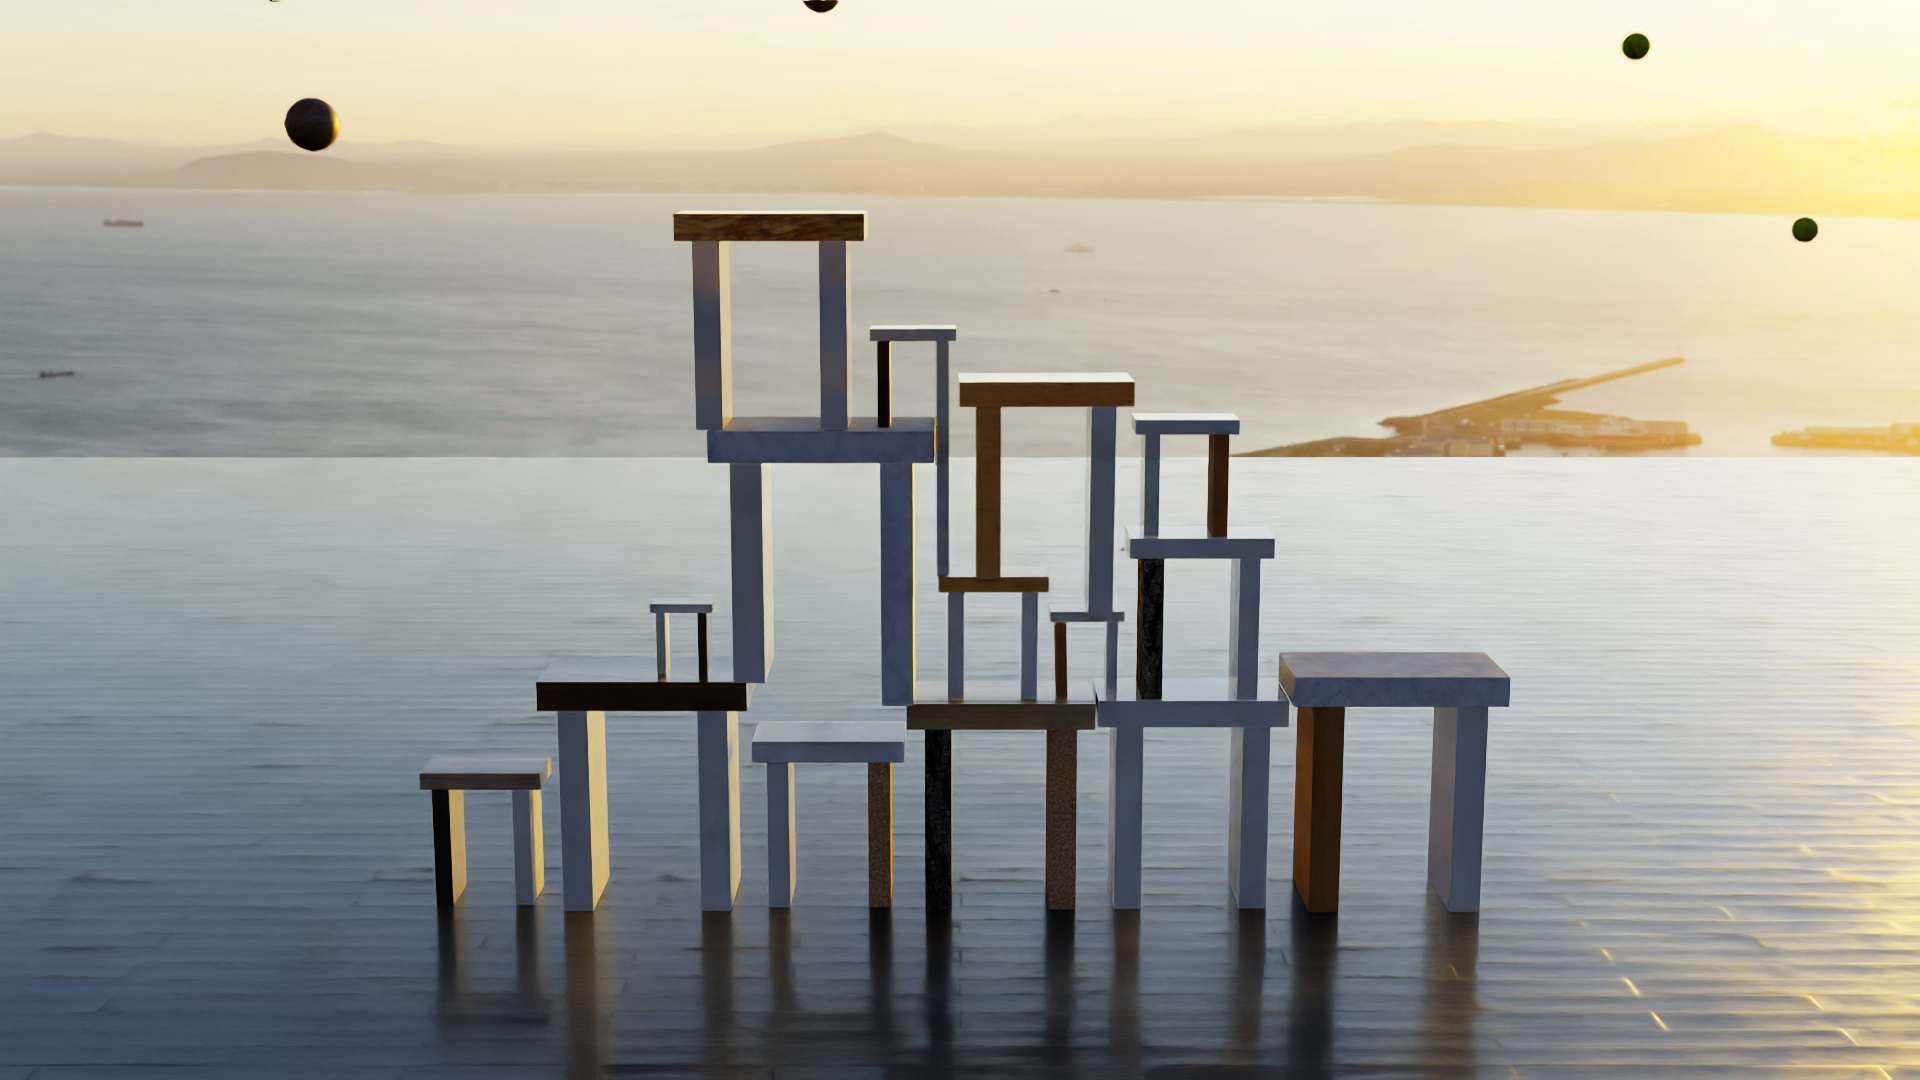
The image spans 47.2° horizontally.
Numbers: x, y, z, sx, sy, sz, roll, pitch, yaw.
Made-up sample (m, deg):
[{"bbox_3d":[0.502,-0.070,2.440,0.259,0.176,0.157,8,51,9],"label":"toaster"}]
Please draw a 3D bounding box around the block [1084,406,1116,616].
[{"bbox_3d":[0.226,-0.056,3.559,0.039,0.337,0.138,0,10,0],"label":"block"}]

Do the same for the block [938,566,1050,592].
[{"bbox_3d":[0.054,0.063,3.568,0.177,0.025,0.089,0,11,0],"label":"block"}]

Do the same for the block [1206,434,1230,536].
[{"bbox_3d":[0.415,-0.093,3.538,0.023,0.165,0.082,0,11,0],"label":"block"}]

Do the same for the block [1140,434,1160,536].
[{"bbox_3d":[0.305,-0.093,3.538,0.023,0.165,0.082,0,11,0],"label":"block"}]

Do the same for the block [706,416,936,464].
[{"bbox_3d":[-0.218,-0.161,3.531,0.355,0.050,0.177,0,11,0],"label":"block"}]

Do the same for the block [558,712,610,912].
[{"bbox_3d":[-0.622,0.424,3.639,0.048,0.337,0.168,0,11,0],"label":"block"}]

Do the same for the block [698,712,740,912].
[{"bbox_3d":[-0.398,0.424,3.639,0.048,0.337,0.168,0,11,0],"label":"block"}]

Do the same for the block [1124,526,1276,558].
[{"bbox_3d":[0.386,0.003,3.558,0.230,0.033,0.115,0,11,0],"label":"block"}]

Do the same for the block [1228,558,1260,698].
[{"bbox_3d":[0.463,0.133,3.582,0.033,0.230,0.115,0,11,0],"label":"block"}]

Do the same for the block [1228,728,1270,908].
[{"bbox_3d":[0.478,0.438,3.646,0.043,0.307,0.153,0,11,0],"label":"block"}]

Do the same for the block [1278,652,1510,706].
[{"bbox_3d":[0.707,0.227,3.600,0.345,0.049,0.172,0,11,0],"label":"block"}]

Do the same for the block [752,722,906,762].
[{"bbox_3d":[-0.214,0.332,3.617,0.246,0.035,0.123,0,11,0],"label":"block"}]

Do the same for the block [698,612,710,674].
[{"bbox_3d":[-0.417,0.163,3.589,0.014,0.101,0.050,0,11,0],"label":"block"}]

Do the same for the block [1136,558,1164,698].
[{"bbox_3d":[0.309,0.133,3.582,0.033,0.230,0.115,0,11,0],"label":"block"}]

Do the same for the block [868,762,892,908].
[{"bbox_3d":[-0.132,0.470,3.643,0.035,0.246,0.123,0,11,0],"label":"block"}]

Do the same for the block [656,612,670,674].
[{"bbox_3d":[-0.485,0.163,3.589,0.014,0.101,0.050,0,11,0],"label":"block"}]

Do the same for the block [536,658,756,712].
[{"bbox_3d":[-0.510,0.235,3.604,0.337,0.048,0.168,0,11,0],"label":"block"}]

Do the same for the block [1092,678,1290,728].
[{"bbox_3d":[0.376,0.266,3.614,0.307,0.043,0.153,0,11,0],"label":"block"}]

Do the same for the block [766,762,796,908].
[{"bbox_3d":[-0.295,0.470,3.643,0.035,0.246,0.123,0,11,0],"label":"block"}]

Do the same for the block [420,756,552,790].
[{"bbox_3d":[-0.781,0.384,3.626,0.196,0.028,0.098,0,11,0],"label":"block"}]

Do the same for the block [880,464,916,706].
[{"bbox_3d":[-0.100,0.056,3.571,0.050,0.393,0.177,0,11,0],"label":"block"}]

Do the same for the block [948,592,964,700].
[{"bbox_3d":[-0.007,0.163,3.587,0.025,0.177,0.089,0,11,0],"label":"block"}]

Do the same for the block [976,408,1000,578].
[{"bbox_3d":[0.045,-0.086,3.548,0.039,0.275,0.138,0,10,0],"label":"block"}]

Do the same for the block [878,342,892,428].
[{"bbox_3d":[-0.121,-0.252,3.509,0.019,0.136,0.068,0,11,0],"label":"block"}]

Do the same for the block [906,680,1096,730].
[{"bbox_3d":[0.066,0.271,3.610,0.303,0.043,0.152,0,11,0],"label":"block"}]

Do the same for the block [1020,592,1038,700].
[{"bbox_3d":[0.112,0.163,3.586,0.025,0.177,0.089,0,11,0],"label":"block"}]

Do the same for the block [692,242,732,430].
[{"bbox_3d":[-0.394,-0.331,3.501,0.042,0.294,0.147,0,11,0],"label":"block"}]

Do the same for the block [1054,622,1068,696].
[{"bbox_3d":[0.165,0.189,3.594,0.017,0.124,0.060,-2,10,0],"label":"block"}]

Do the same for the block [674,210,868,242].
[{"bbox_3d":[-0.296,-0.496,3.471,0.294,0.042,0.147,0,11,0],"label":"block"}]

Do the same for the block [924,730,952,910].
[{"bbox_3d":[-0.035,0.441,3.642,0.043,0.303,0.152,0,11,0],"label":"block"}]

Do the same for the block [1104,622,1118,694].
[{"bbox_3d":[0.246,0.187,3.594,0.017,0.120,0.060,0,10,0],"label":"block"}]

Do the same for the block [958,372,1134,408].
[{"bbox_3d":[0.136,-0.241,3.522,0.275,0.039,0.138,0,10,-1],"label":"block"}]

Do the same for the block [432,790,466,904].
[{"bbox_3d":[-0.847,0.494,3.647,0.028,0.196,0.098,0,11,0],"label":"block"}]

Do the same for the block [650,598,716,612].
[{"bbox_3d":[-0.451,0.106,3.578,0.101,0.014,0.050,0,11,0],"label":"block"}]

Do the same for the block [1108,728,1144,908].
[{"bbox_3d":[0.274,0.438,3.646,0.043,0.307,0.153,0,11,0],"label":"block"}]

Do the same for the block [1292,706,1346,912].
[{"bbox_3d":[0.592,0.421,3.636,0.049,0.345,0.172,0,11,0],"label":"block"}]

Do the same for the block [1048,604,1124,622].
[{"bbox_3d":[0.205,0.119,3.583,0.120,0.017,0.060,0,10,-2],"label":"block"}]

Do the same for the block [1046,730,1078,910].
[{"bbox_3d":[0.167,0.441,3.642,0.043,0.303,0.152,0,11,0],"label":"block"}]

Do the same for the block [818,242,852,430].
[{"bbox_3d":[-0.198,-0.331,3.501,0.042,0.294,0.147,0,11,0],"label":"block"}]

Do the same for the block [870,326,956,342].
[{"bbox_3d":[-0.075,-0.329,3.497,0.136,0.019,0.068,0,10,-2],"label":"block"}]

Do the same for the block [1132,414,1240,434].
[{"bbox_3d":[0.360,-0.186,3.521,0.165,0.023,0.082,0,11,0],"label":"block"}]

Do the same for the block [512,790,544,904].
[{"bbox_3d":[-0.716,0.494,3.647,0.028,0.196,0.098,0,11,0],"label":"block"}]

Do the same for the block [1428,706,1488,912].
[{"bbox_3d":[0.822,0.421,3.636,0.049,0.345,0.172,0,11,0],"label":"block"}]

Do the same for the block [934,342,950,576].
[{"bbox_3d":[-0.029,-0.135,3.536,0.019,0.376,0.068,-1,10,-3],"label":"block"}]

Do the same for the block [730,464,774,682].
[{"bbox_3d":[-0.337,0.038,3.568,0.050,0.355,0.177,0,11,0],"label":"block"}]
